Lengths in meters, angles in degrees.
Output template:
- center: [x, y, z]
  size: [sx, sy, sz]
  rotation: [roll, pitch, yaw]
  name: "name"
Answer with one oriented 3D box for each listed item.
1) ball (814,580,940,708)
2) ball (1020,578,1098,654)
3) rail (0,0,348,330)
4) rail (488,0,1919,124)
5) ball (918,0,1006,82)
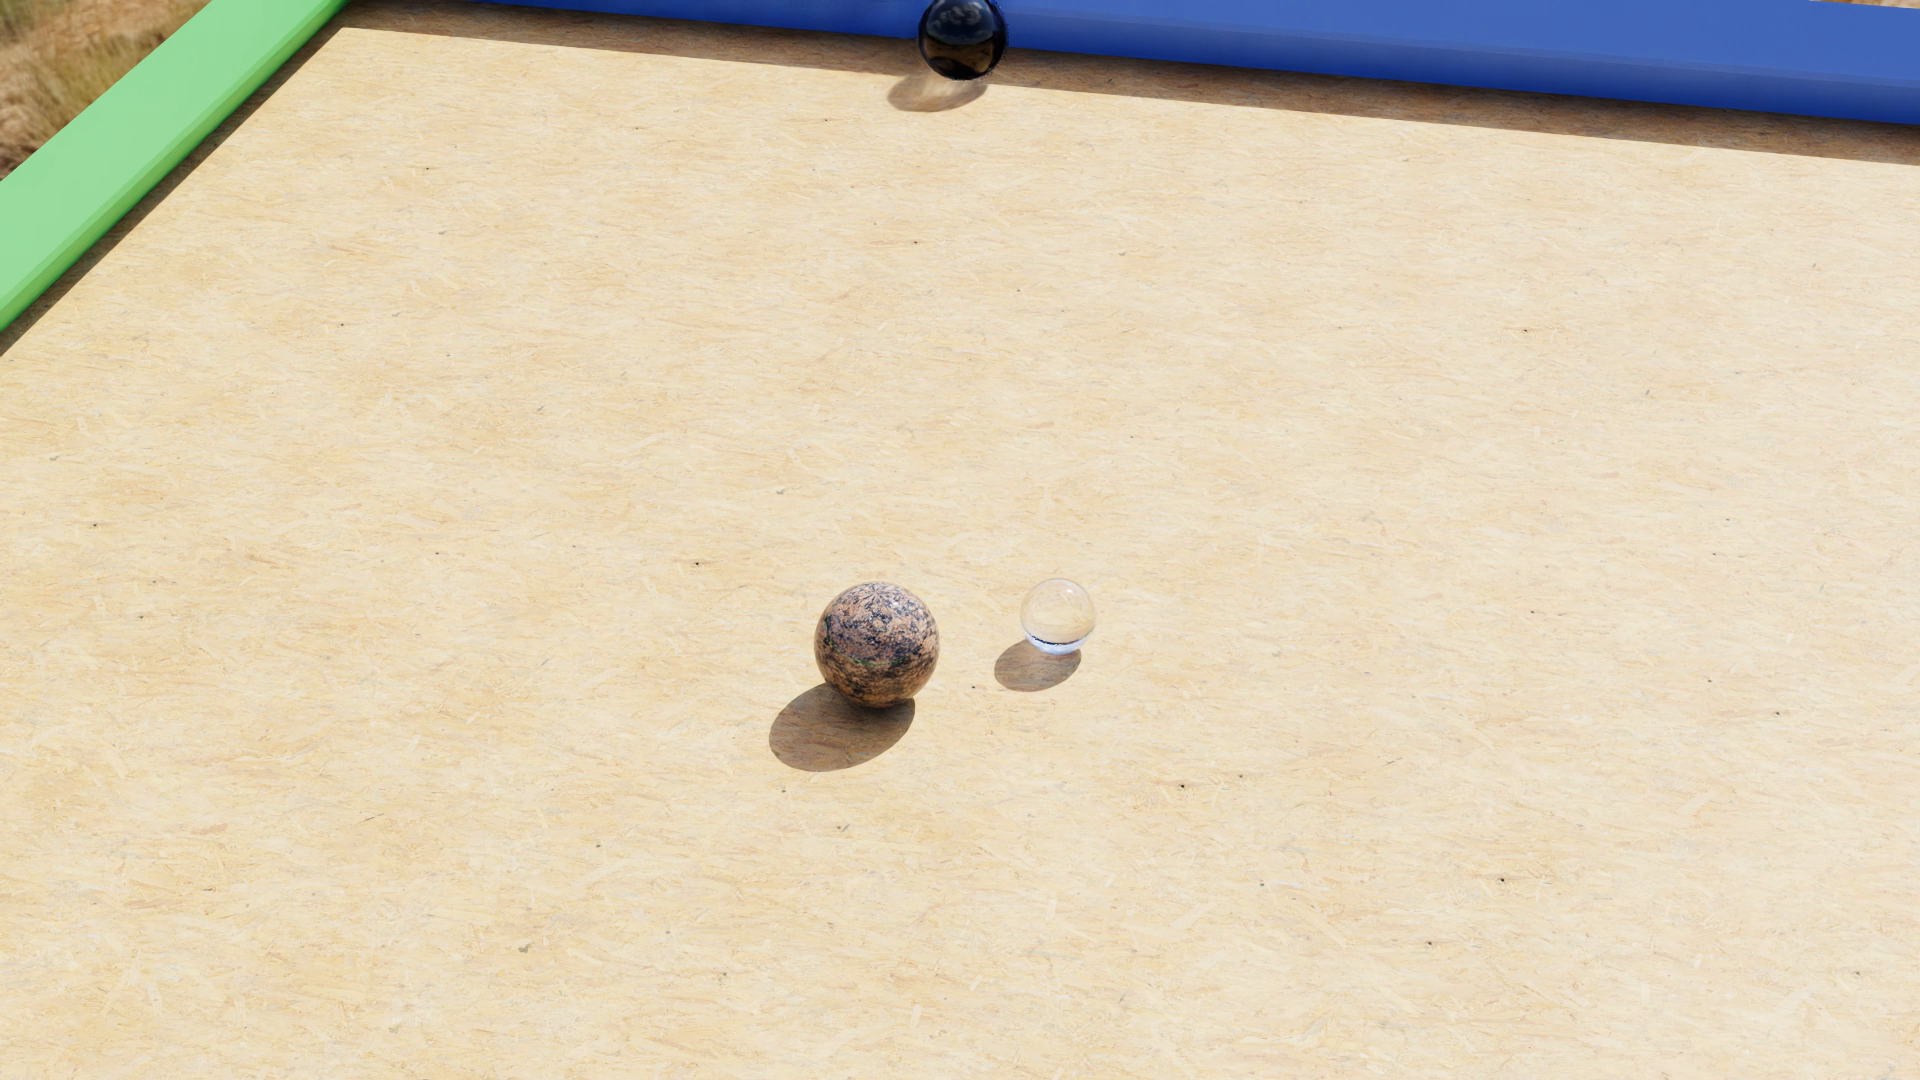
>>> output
- center: [-0.059, 0.074, 1.816]
  size: [0.090, 0.090, 0.090]
  rotation: [0, 34, 0]
  name: "ball"
- center: [0.072, 0.055, 1.873]
  size: [0.057, 0.057, 0.057]
  rotation: [0, 34, 0]
  name: "ball"
- center: [-0.870, -0.124, 2.078]
  size: [0.045, 0.122, 2.004]
  rotation: [7, 35, 10]
  name: "rail"
- center: [1.097, -0.451, 2.559]
  size: [3.654, 0.122, 0.045]
  rotation: [7, 35, 10]
  name: "rail"
- center: [0.002, -0.531, 2.702]
  size: [0.094, 0.094, 0.094]
  rotation: [0, 34, 0]
  name: "ball"
